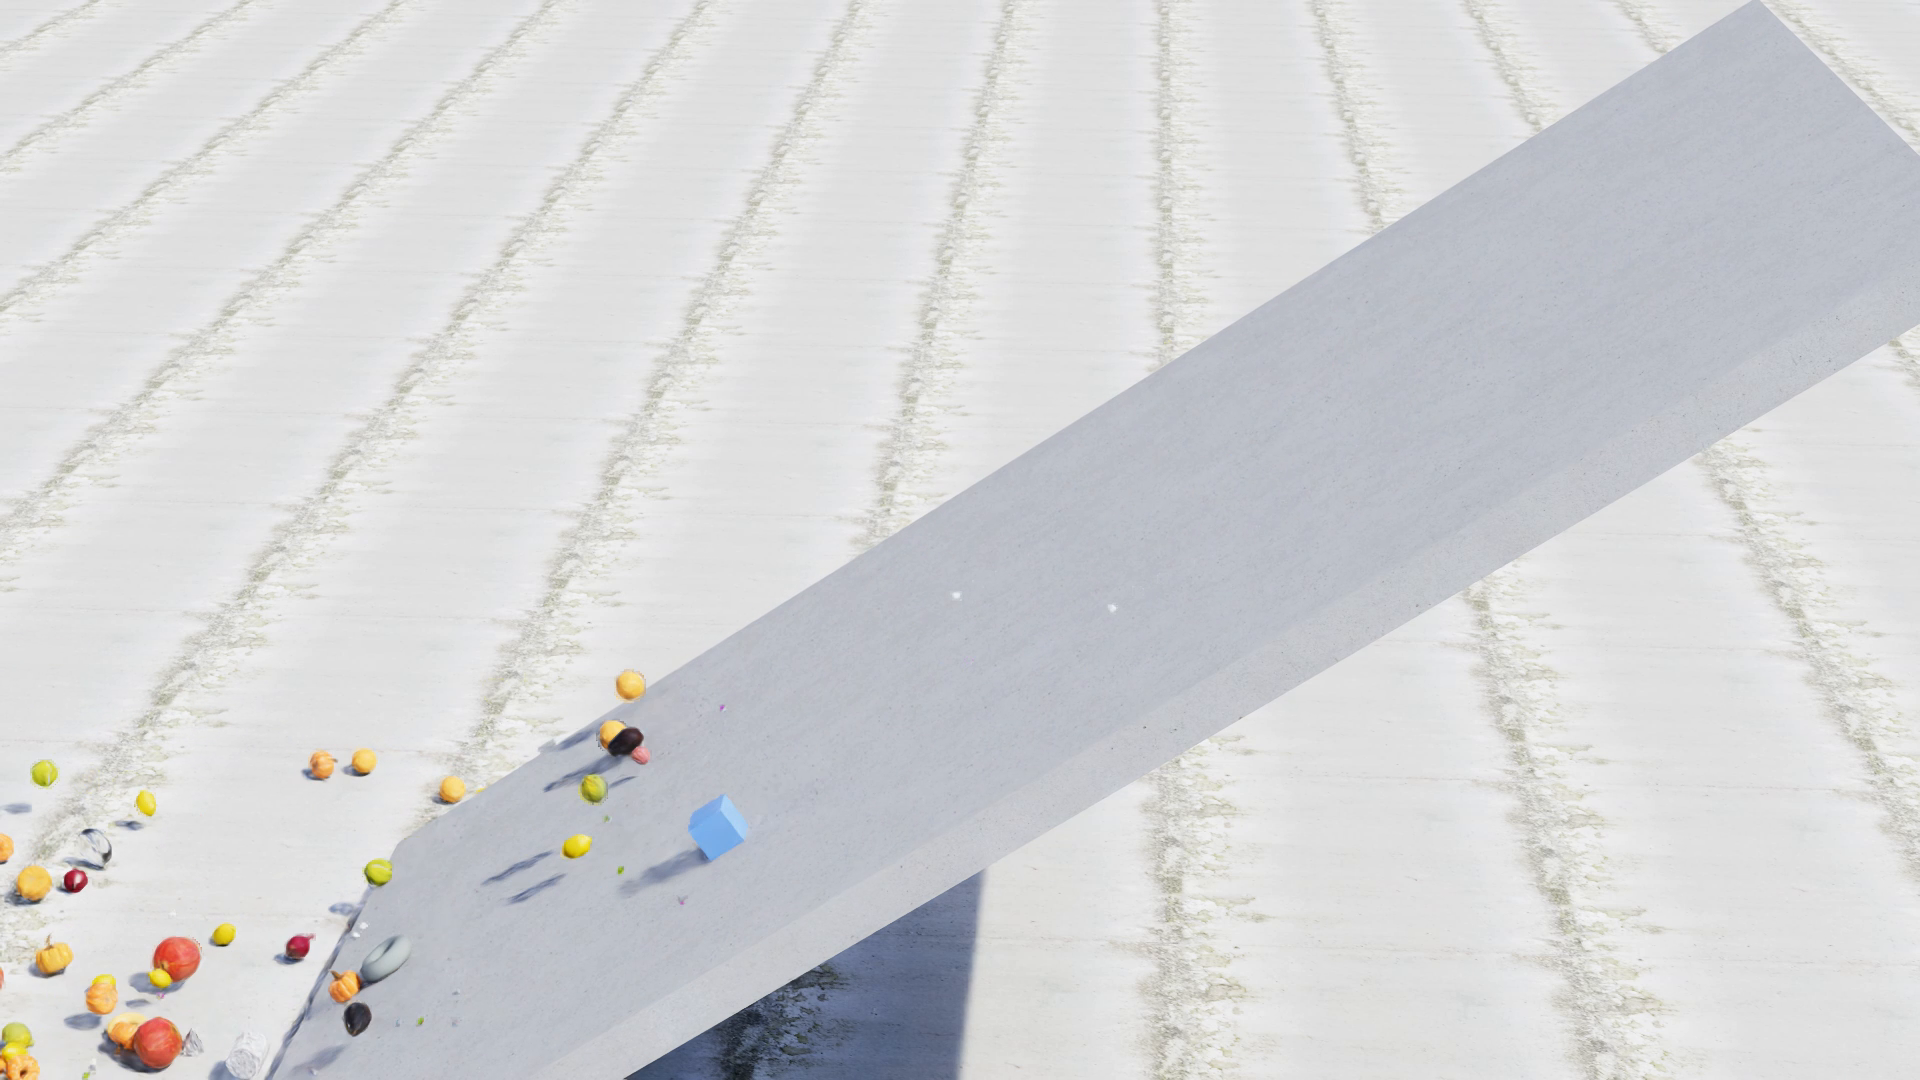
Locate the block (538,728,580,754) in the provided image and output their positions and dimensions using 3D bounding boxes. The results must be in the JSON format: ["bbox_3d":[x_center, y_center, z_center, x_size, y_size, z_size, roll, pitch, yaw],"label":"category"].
[{"bbox_3d":[-1.113,0.599,8.284,0.092,0.092,0.092,-21,-6,-43],"label":"block"}]

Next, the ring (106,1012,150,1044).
[{"bbox_3d":[-1.966,1.155,6.954,0.101,0.034,0.101,3,29,-2],"label":"ring"}]

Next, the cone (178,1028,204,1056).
[{"bbox_3d":[-1.798,1.166,6.884,0.061,0.061,0.061,7,21,-3],"label":"cone"}]

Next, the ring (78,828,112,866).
[{"bbox_3d":[-2.278,0.808,7.743,0.108,0.108,0.036,11,29,26],"label":"ring"}]

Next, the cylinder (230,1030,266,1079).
[{"bbox_3d":[-1.634,1.182,6.748,0.080,0.080,0.080,-3,37,-7],"label":"cylinder"}]

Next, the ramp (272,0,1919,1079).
[{"bbox_3d":[0.137,0.172,6.301,4.000,0.100,2.000,-32,16,14],"label":"ramp"}]

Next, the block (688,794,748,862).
[{"bbox_3d":[-0.499,0.592,6.063,0.084,0.084,0.084,-32,15,12],"label":"block"}]

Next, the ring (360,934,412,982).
[{"bbox_3d":[-1.324,0.965,6.794,0.139,0.046,0.139,-34,16,11],"label":"ring"}]
